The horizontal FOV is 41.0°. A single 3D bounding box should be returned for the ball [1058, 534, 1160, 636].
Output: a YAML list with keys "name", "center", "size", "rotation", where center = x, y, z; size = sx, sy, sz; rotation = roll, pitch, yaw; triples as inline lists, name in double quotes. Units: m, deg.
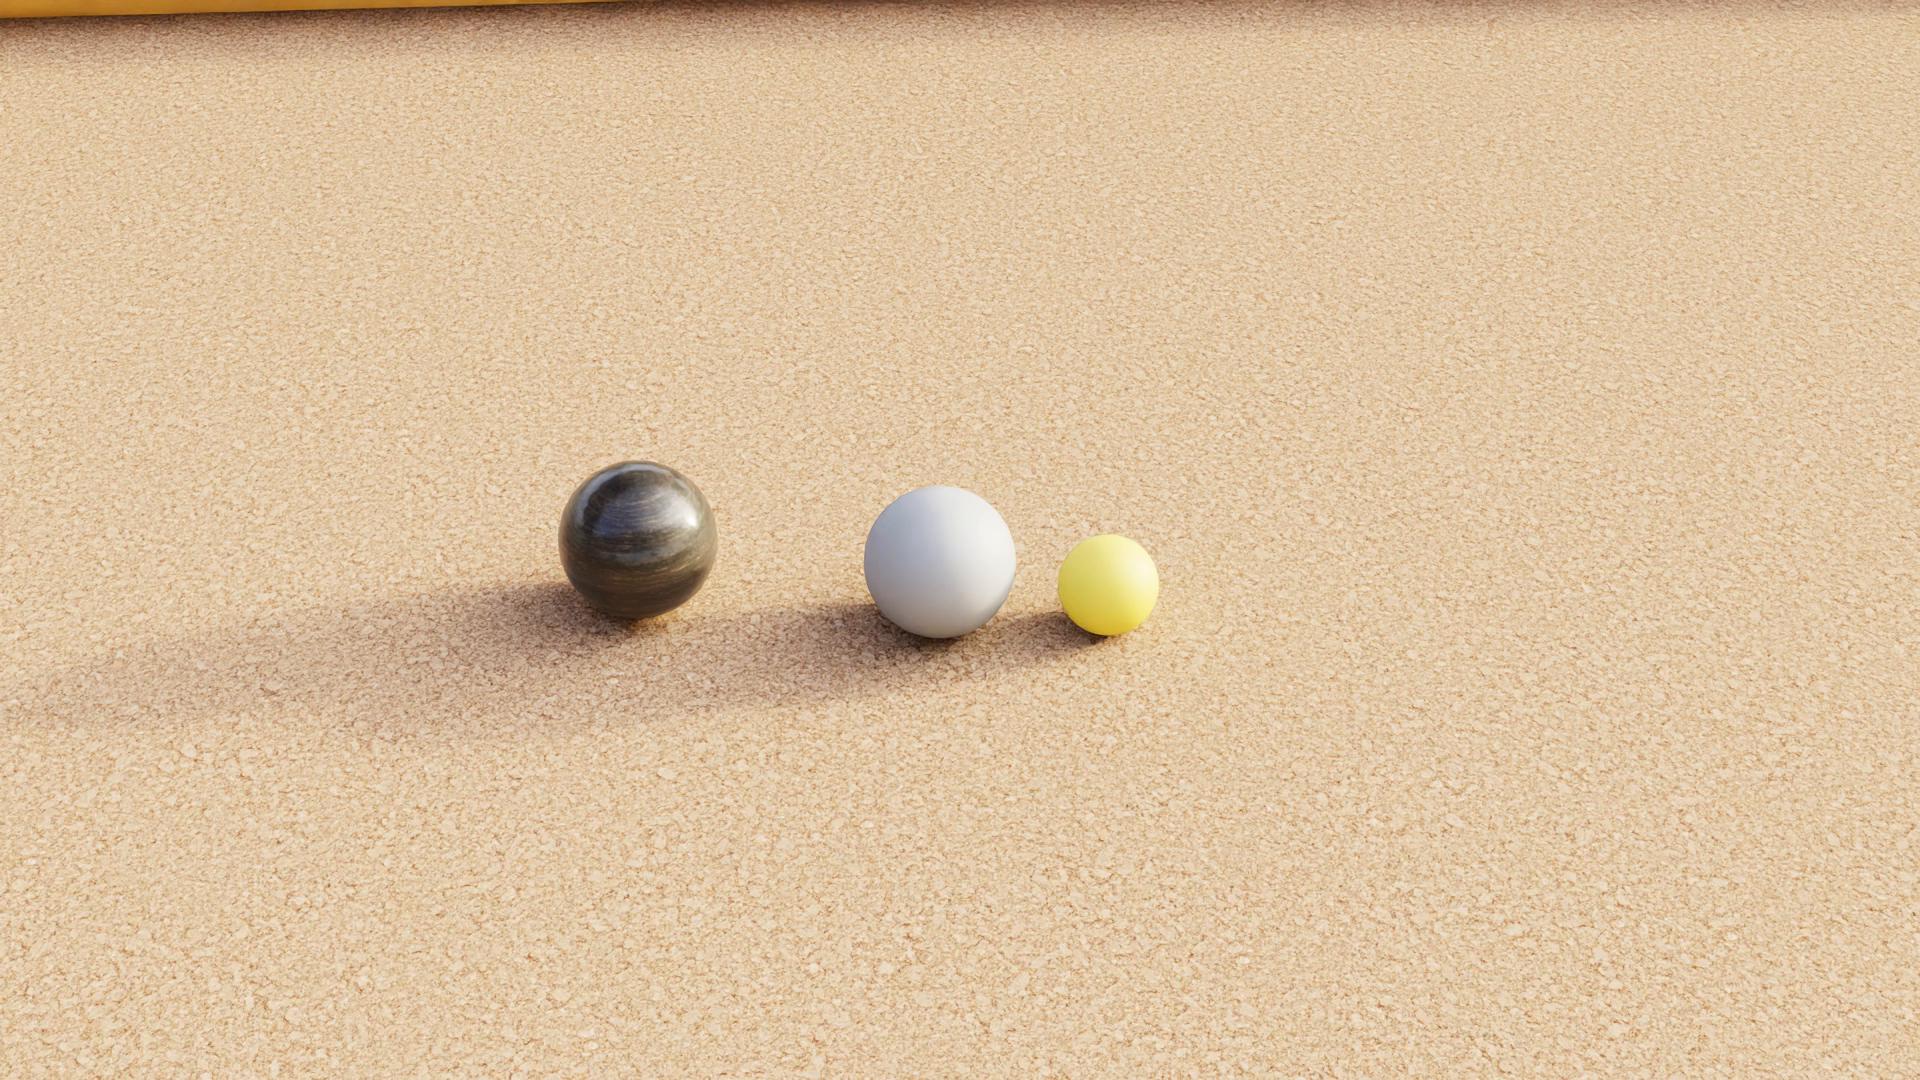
- name: "ball"
  center: [0.091, 0.028, 1.579]
  size: [0.062, 0.062, 0.062]
  rotation: [0, 36, 0]

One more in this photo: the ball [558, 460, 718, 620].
- name: "ball"
  center: [-0.199, 0.000, 1.587]
  size: [0.098, 0.098, 0.098]
  rotation: [0, 36, 0]

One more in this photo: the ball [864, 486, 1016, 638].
- name: "ball"
  center: [-0.012, 0.013, 1.572]
  size: [0.094, 0.094, 0.094]
  rotation: [0, 36, 0]

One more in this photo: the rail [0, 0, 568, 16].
- name: "rail"
  center: [0.820, -0.576, 2.351]
  size: [3.520, 0.128, 0.045]
  rotation: [-2, 36, -3]
